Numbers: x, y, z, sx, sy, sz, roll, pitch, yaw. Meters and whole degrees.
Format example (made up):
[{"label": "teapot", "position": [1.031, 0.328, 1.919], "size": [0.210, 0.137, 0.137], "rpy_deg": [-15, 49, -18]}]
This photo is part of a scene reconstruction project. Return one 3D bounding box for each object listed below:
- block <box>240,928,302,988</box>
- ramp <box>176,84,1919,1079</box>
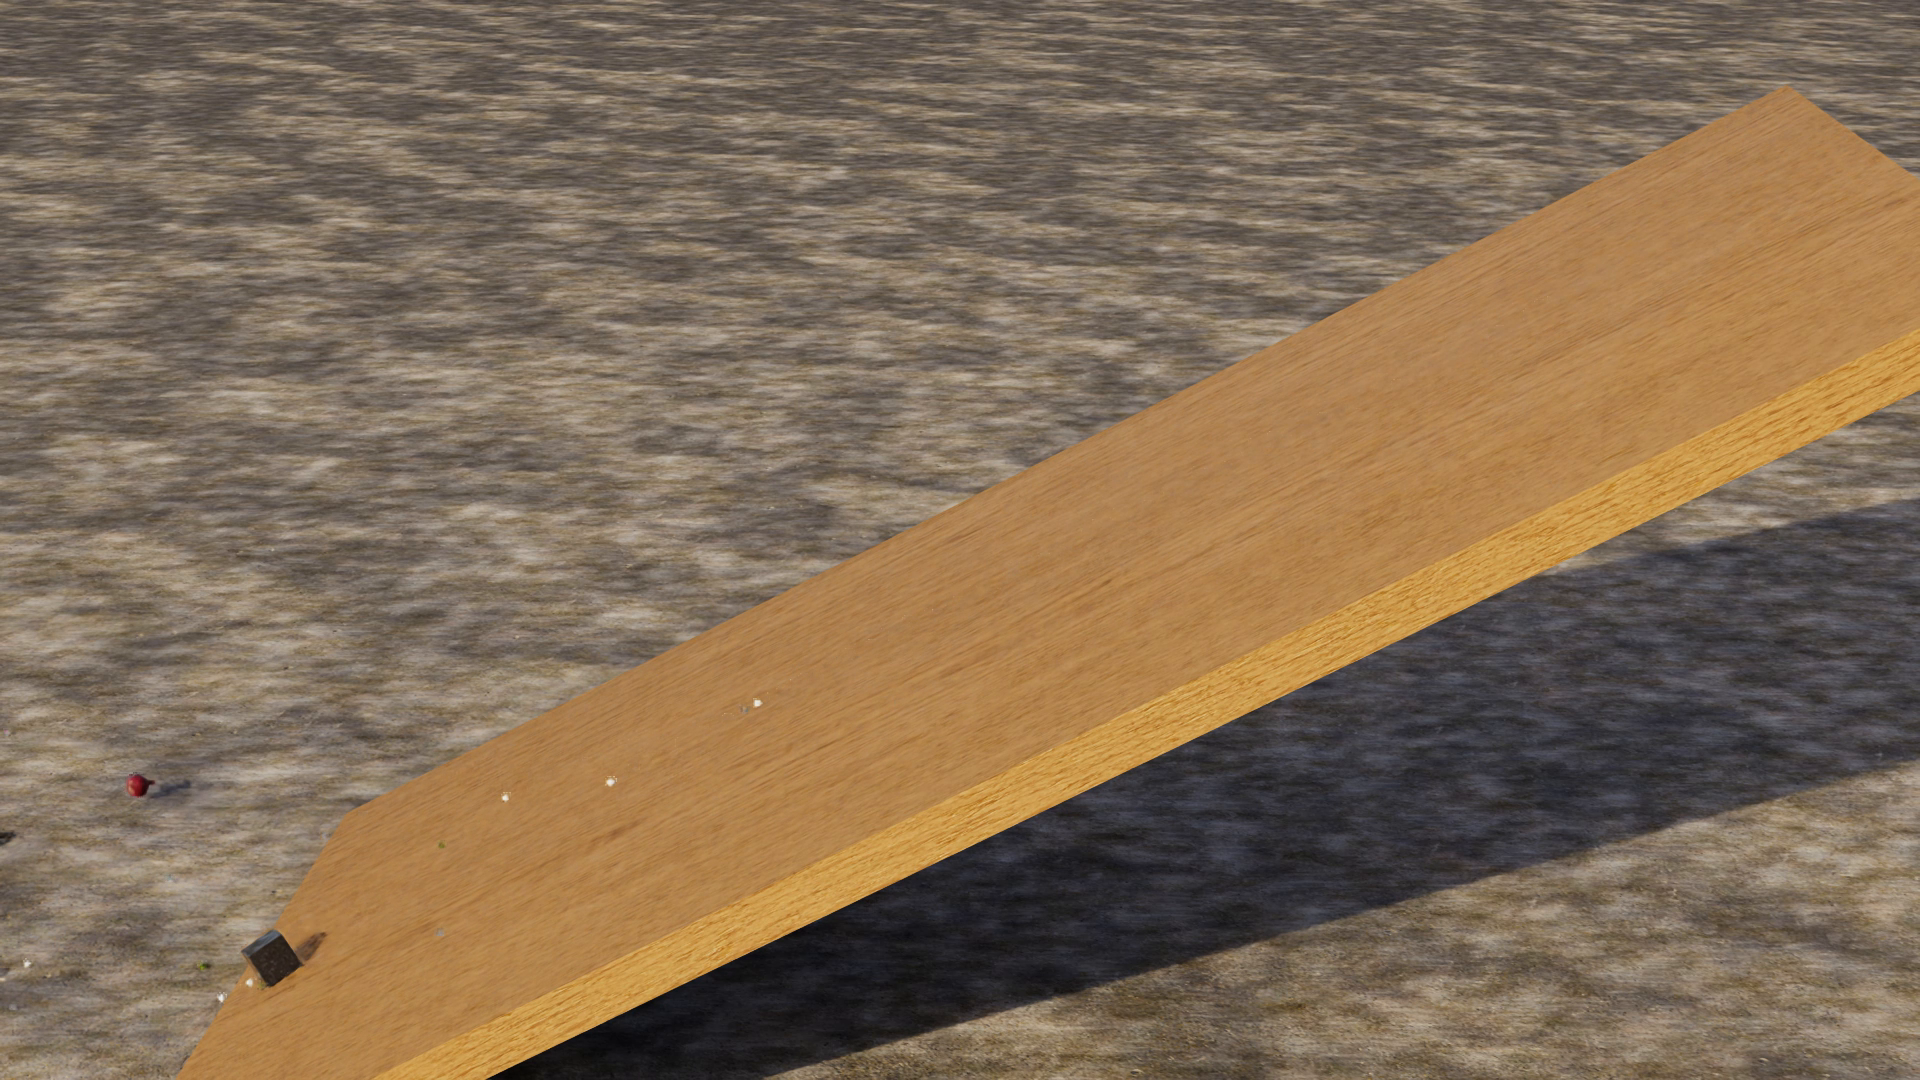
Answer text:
[{"label": "block", "position": [-1.528, 0.929, 6.529], "size": [0.086, 0.086, 0.086], "rpy_deg": [-35, 15, -21]}, {"label": "ramp", "position": [0.141, 0.167, 6.282], "size": [4.000, 0.100, 2.000], "rpy_deg": [-27, 14, 11]}]
